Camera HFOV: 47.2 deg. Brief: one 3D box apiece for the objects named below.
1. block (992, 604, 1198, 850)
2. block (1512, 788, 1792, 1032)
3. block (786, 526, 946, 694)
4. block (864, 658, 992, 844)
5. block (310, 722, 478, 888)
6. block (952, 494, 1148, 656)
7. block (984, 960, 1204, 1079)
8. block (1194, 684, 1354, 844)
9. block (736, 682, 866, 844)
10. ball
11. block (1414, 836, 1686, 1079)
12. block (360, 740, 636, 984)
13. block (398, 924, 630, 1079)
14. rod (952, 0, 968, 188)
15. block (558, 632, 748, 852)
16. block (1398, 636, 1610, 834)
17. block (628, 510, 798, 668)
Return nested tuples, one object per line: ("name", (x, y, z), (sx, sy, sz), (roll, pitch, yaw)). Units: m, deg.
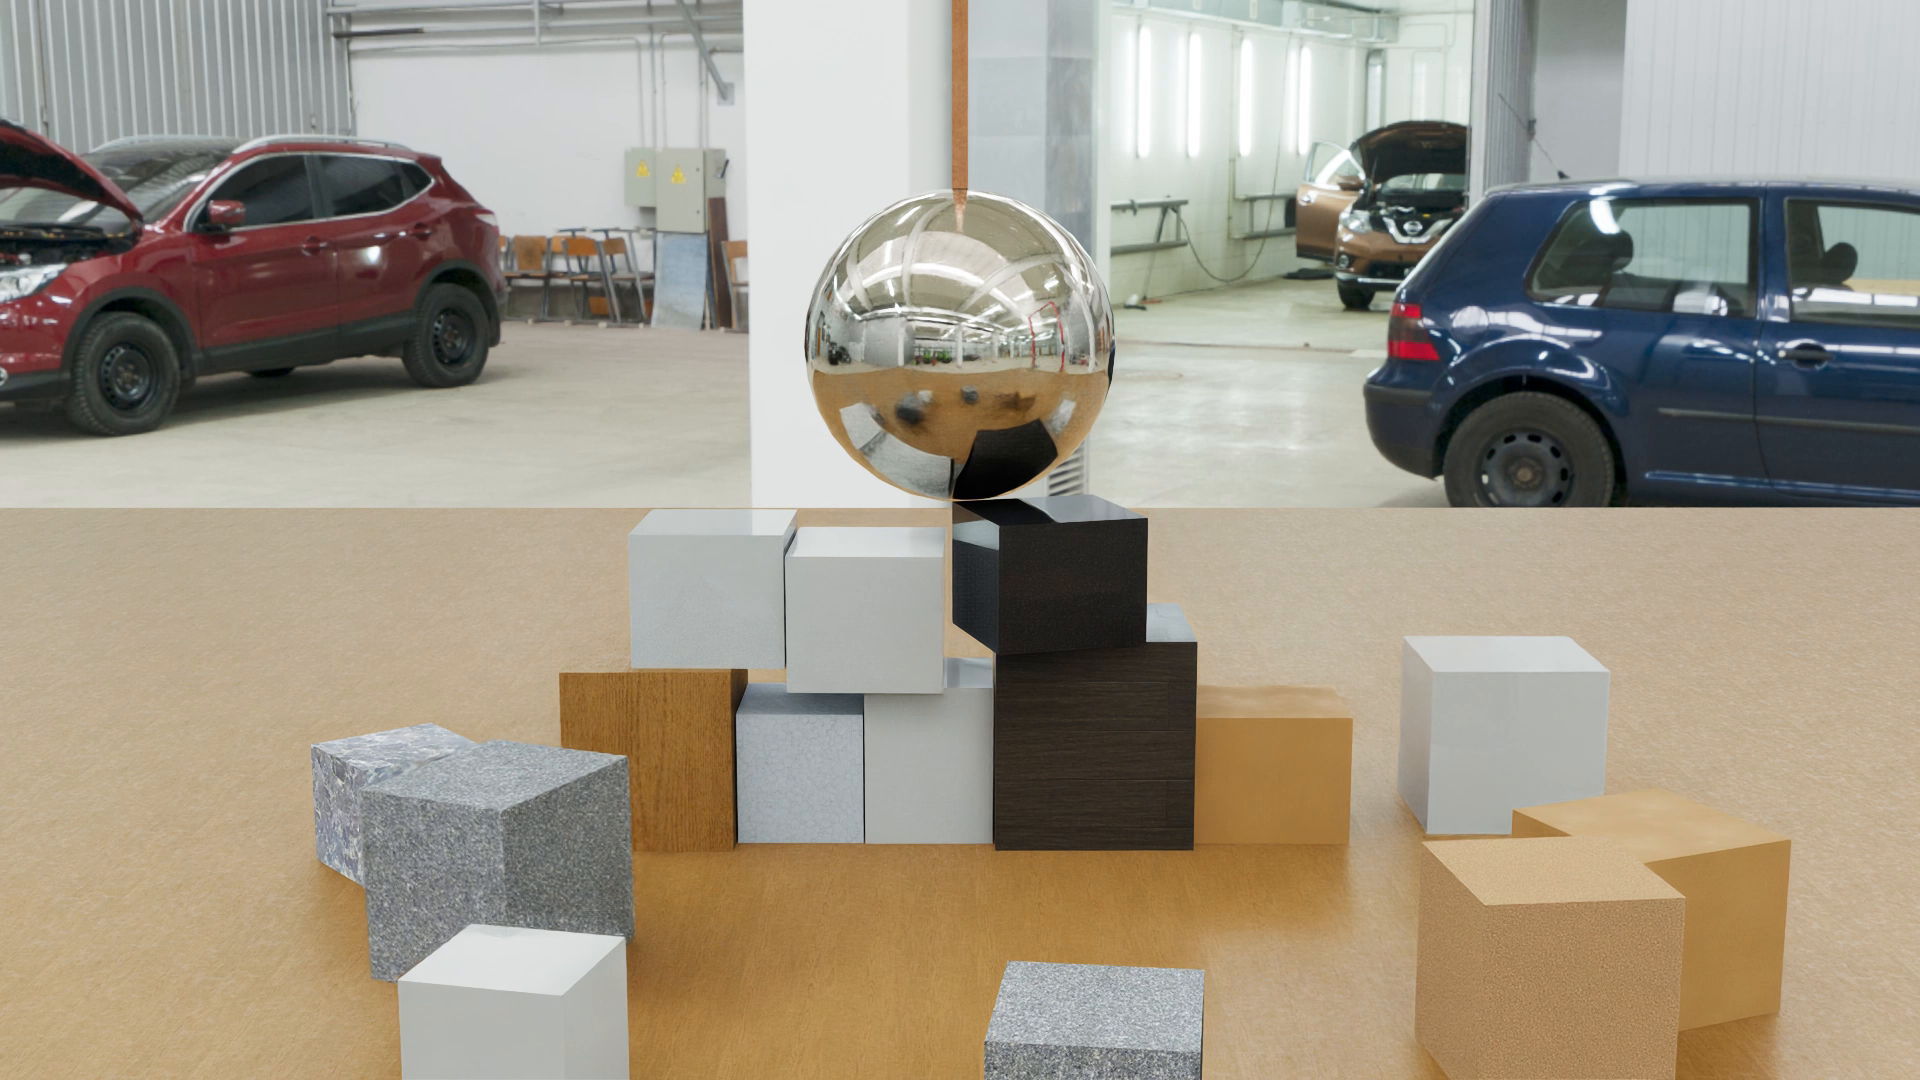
("block", (0.672, 0.946, 11.368), (0.992, 1.072, 0.921), (0, 10, 0))
("block", (2.836, 1.528, 9.114), (0.780, 0.732, 0.775), (-4, 11, -23))
("block", (-0.463, 0.344, 11.229), (0.771, 0.686, 0.843), (0, 10, 1))
("block", (-0.157, 1.078, 11.372), (0.643, 0.810, 0.657), (0, 10, 0))
("block", (-2.745, 1.295, 10.804), (0.643, 0.587, 0.593), (-8, 13, -39))
("block", (0.436, 0.158, 10.948), (0.760, 0.629, 0.757), (-3, 11, -17))
("block", (0.464, 1.875, 7.402), (0.688, 0.662, 0.708), (1, 10, 7))
("block", (1.569, 1.152, 11.399), (0.798, 0.655, 0.683), (0, 10, 0))
("block", (-0.805, 1.146, 11.394), (0.635, 0.669, 0.661), (0, 10, 0))
("ball", (0.000, -0.994, 11.257), (1.600, 1.600, 1.600), (0, 10, 0))
("block", (2.223, 1.631, 8.374), (0.753, 0.794, 0.734), (-1, 10, -6))
("block", (-1.974, 1.406, 9.478), (0.735, 0.830, 0.889), (4, 11, 26))
("block", (-1.622, 1.803, 8.055), (0.625, 0.571, 0.588), (2, 11, 13))
("rod", (0.000, -4.310, 10.508), (0.080, 5.200, 0.080), (0, 13, 0))
("block", (-1.554, 1.025, 11.349), (0.843, 0.922, 0.897), (0, 10, 0))
("block", (2.846, 1.014, 11.600), (0.895, 0.855, 0.809), (0, 10, 0))
("block", (-1.242, 0.238, 11.219), (0.763, 0.673, 0.765), (0, 10, 1))
